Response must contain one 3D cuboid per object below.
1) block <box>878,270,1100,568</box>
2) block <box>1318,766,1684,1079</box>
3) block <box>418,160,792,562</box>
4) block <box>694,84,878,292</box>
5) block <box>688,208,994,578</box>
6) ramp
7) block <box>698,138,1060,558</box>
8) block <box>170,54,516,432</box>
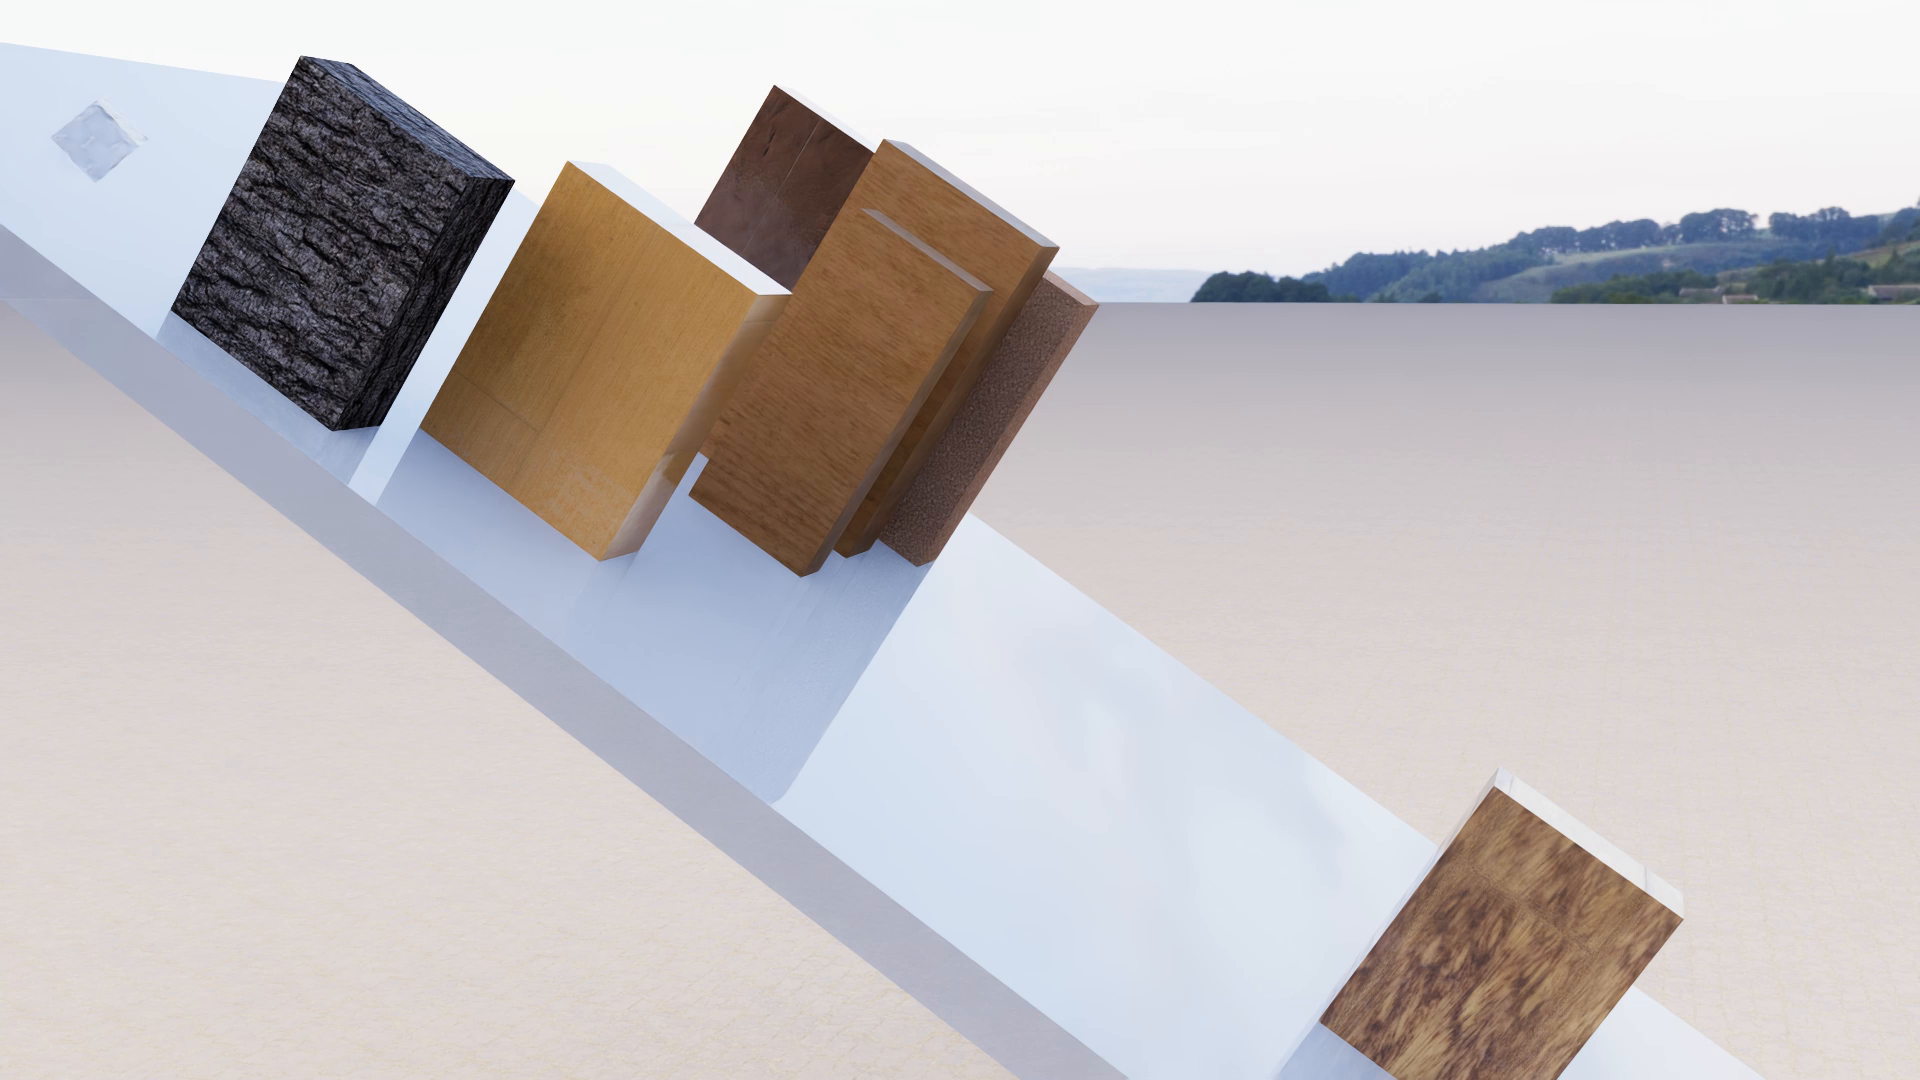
[{"bbox_3d":[-0.073,-0.332,4.496,0.426,0.635,0.129,36,15,10],"label":"block"},{"bbox_3d":[0.867,0.671,3.537,0.346,0.487,0.149,36,15,10],"label":"block"},{"bbox_3d":[-0.580,-0.292,3.584,0.386,0.513,0.147,36,15,10],"label":"block"},{"bbox_3d":[-0.428,-0.702,5.034,0.312,0.585,0.118,36,15,10],"label":"block"},{"bbox_3d":[-0.221,-0.266,4.012,0.266,0.624,0.093,36,15,10],"label":"block"},{"bbox_3d":[-0.127,0.213,4.099,4.000,0.100,2.000,36,15,10],"label":"ramp"},{"bbox_3d":[-0.163,-0.369,4.275,0.372,0.716,0.140,36,15,10],"label":"block"},{"bbox_3d":[-0.965,-0.460,3.434,0.340,0.461,0.140,36,15,10],"label":"block"}]
